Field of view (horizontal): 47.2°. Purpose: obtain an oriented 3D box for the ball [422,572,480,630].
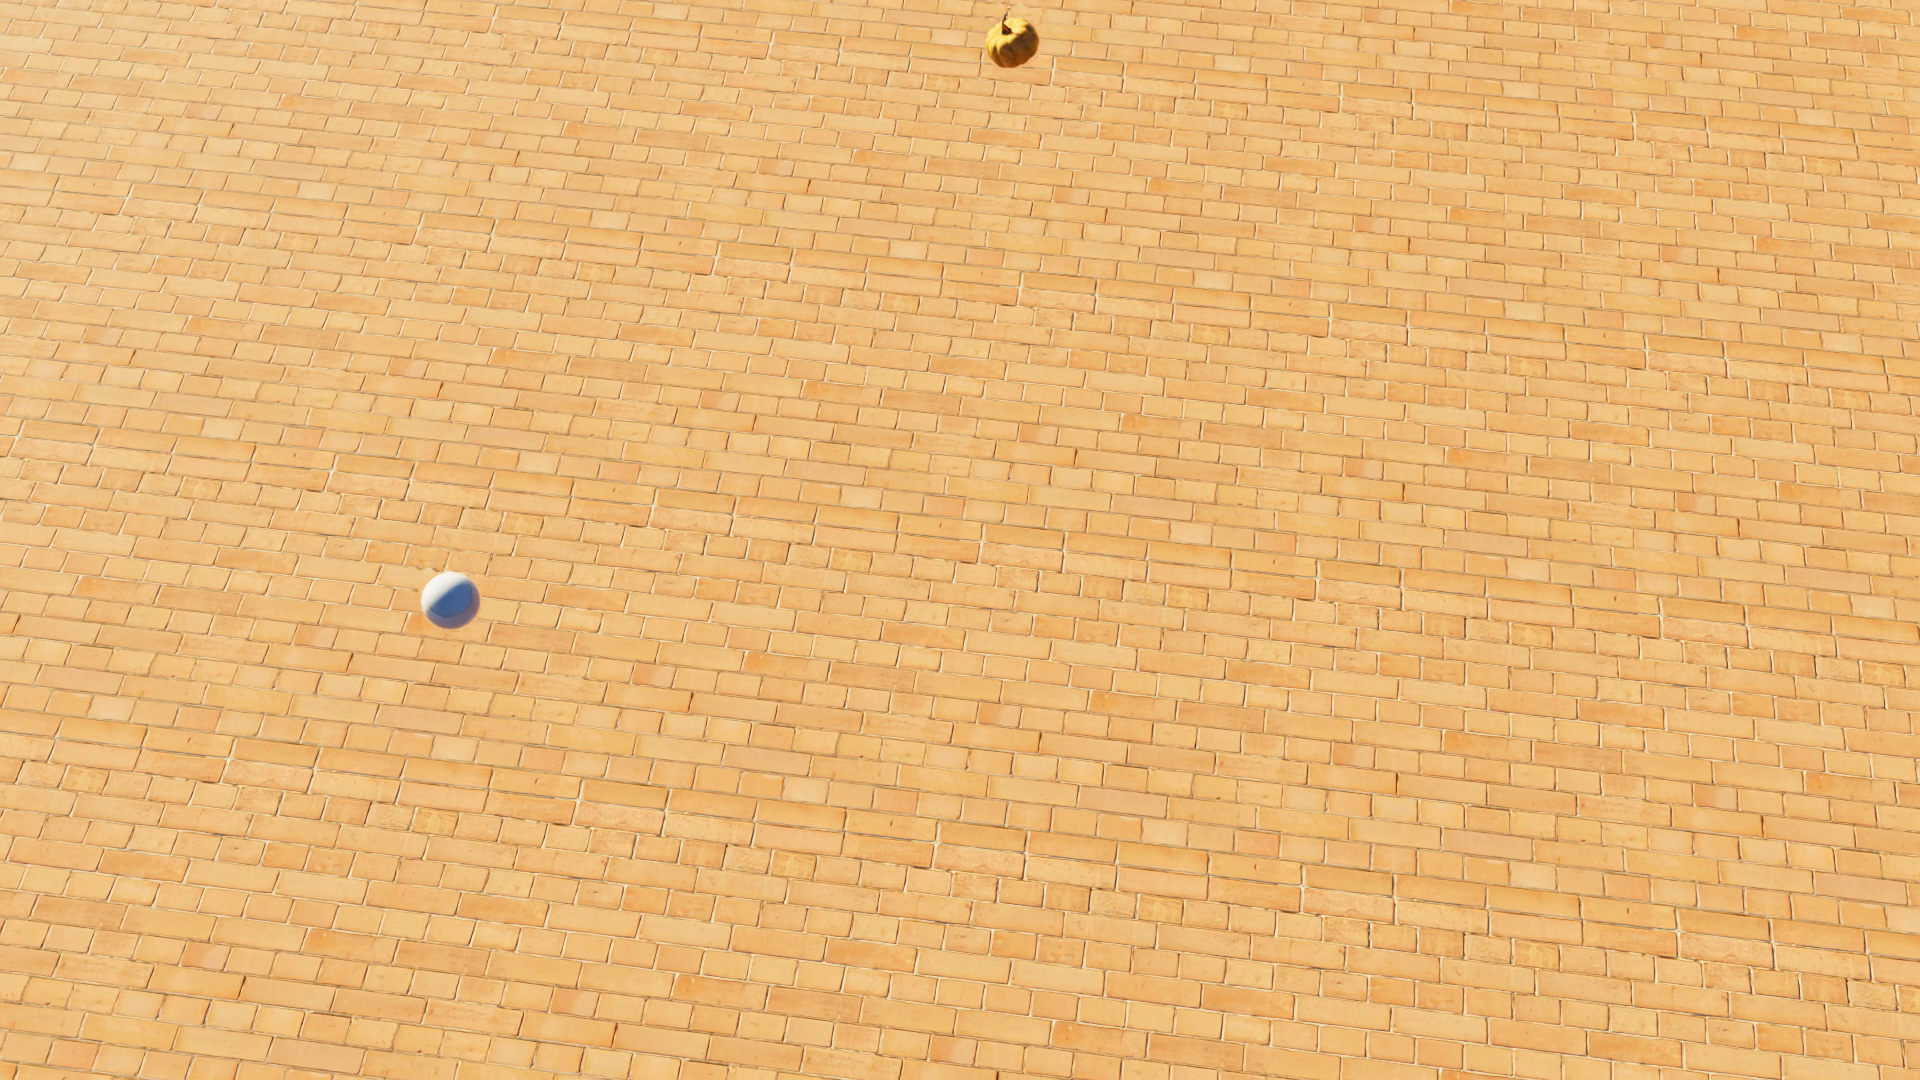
[{"bbox_3d":[-0.907,0.109,3.919,0.103,0.103,0.103,0,56,0],"label":"ball"}]
